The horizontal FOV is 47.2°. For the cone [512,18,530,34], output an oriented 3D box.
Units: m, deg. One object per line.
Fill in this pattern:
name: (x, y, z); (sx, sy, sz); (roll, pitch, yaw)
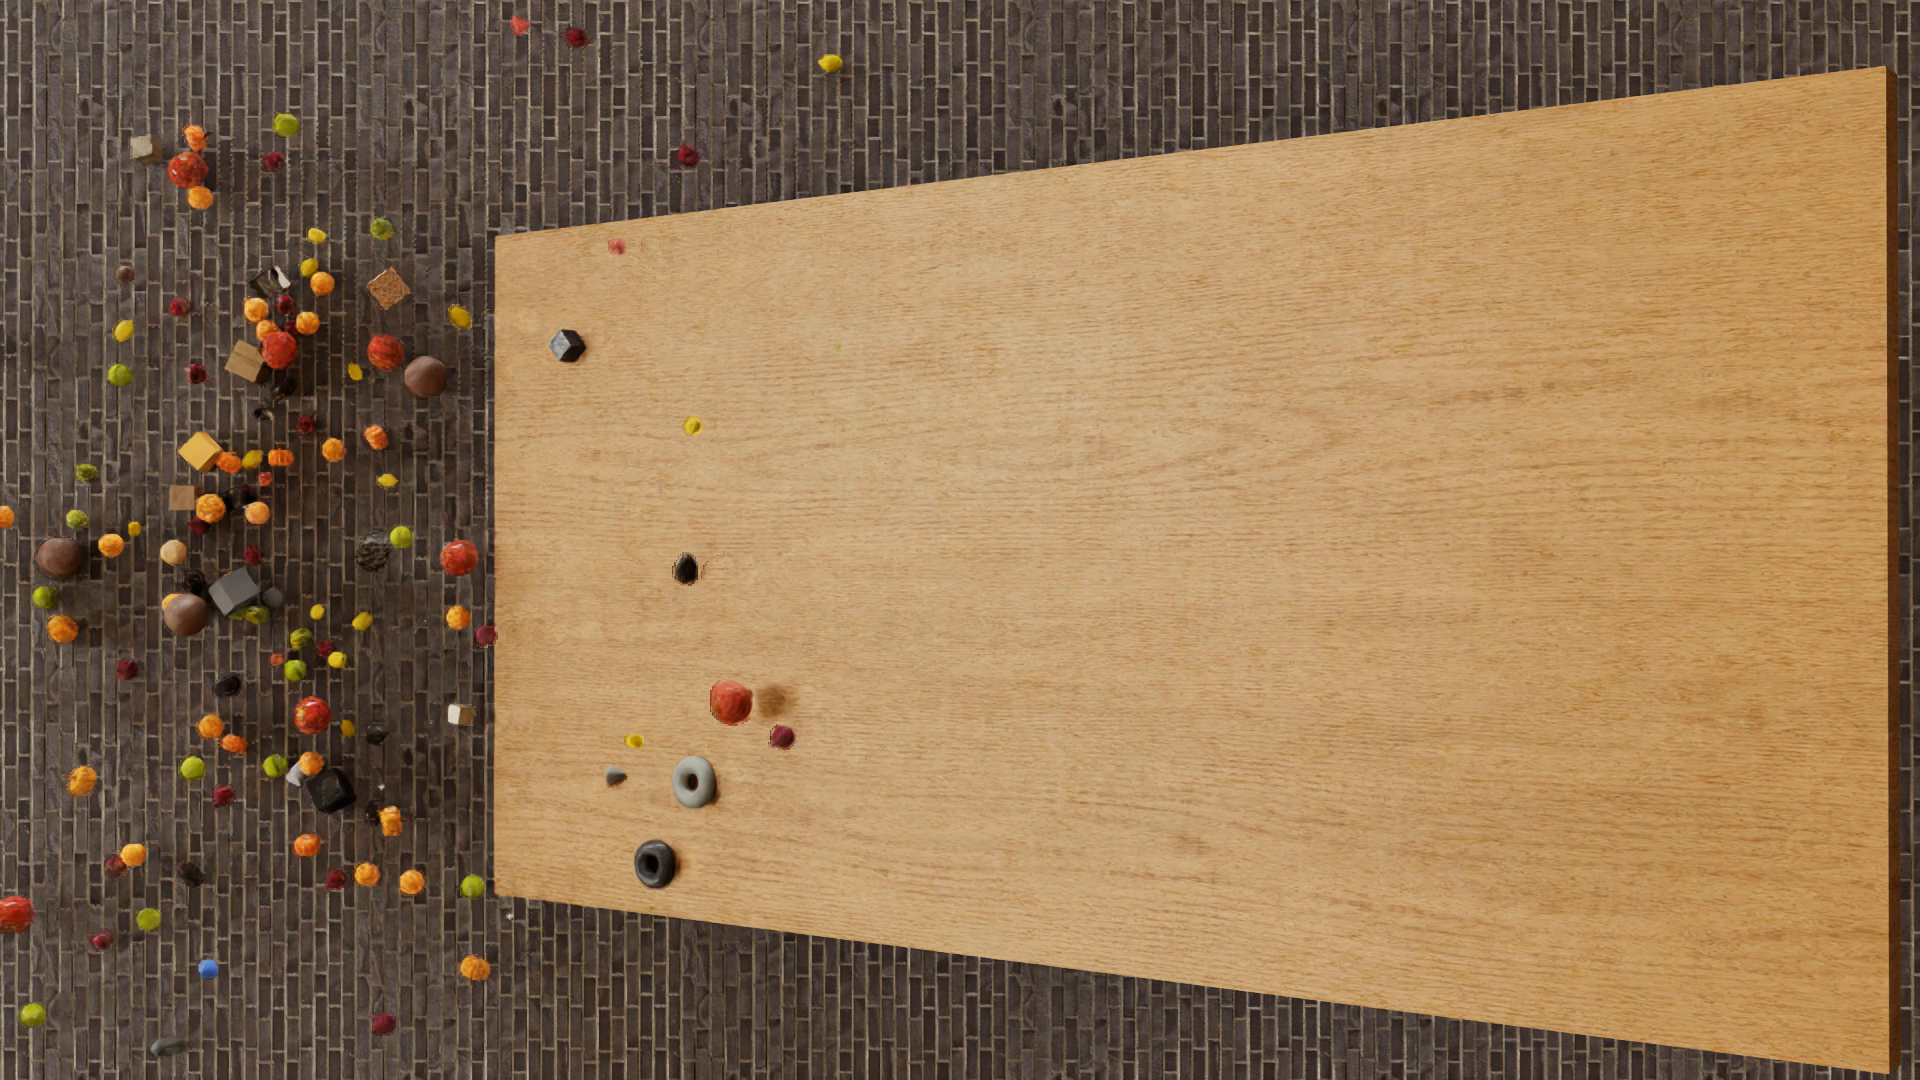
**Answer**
cone: (-1.343, -1.585, 6.765); (0.052, 0.052, 0.052); (-17, 90, -22)

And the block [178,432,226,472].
block: (-2.318, -0.270, 6.727); (0.085, 0.085, 0.085); (45, 90, 0)

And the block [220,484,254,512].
block: (-2.209, -0.127, 6.727); (0.061, 0.061, 0.061); (-21, 91, 27)

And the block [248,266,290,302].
block: (-2.108, -0.783, 6.715); (0.072, 0.072, 0.072); (-23, 110, 24)

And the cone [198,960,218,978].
cone: (-2.311, 1.317, 6.728); (0.060, 0.060, 0.060); (0, 90, 0)

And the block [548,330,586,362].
block: (-1.154, -0.570, 6.464); (0.066, 0.066, 0.066); (-48, 64, 25)

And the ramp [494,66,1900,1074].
ramp: (0.241, 0.067, 5.564); (4.000, 0.100, 2.000); (0, 89, 36)

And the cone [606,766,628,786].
cone: (-0.986, 0.683, 6.358); (0.059, 0.059, 0.059); (-3, 90, 9)

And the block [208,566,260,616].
block: (-2.187, 0.155, 6.626); (0.094, 0.094, 0.094); (-35, 91, -42)

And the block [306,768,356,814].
block: (-1.916, 0.766, 6.703); (0.094, 0.094, 0.094); (-29, 73, 0)

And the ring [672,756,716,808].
ring: (-0.747, 0.680, 6.174); (0.147, 0.049, 0.147); (-1, 88, 36)

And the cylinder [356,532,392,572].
cylinder: (-1.749, 0.037, 6.557); (0.092, 0.092, 0.092); (-2, 110, -6)

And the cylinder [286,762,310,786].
cylinder: (-2.026, 0.716, 6.728); (0.050, 0.050, 0.050); (27, 56, 0)

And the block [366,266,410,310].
block: (-1.732, -0.763, 6.666); (0.092, 0.092, 0.092); (-37, 106, -4)

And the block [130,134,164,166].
block: (-2.486, -1.193, 6.725); (0.065, 0.065, 0.065); (-13, 77, 8)

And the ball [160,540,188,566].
ball: (-2.394, 0.039, 6.696); (0.077, 0.077, 0.077); (0, 90, 0)

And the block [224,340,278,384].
block: (-2.167, -0.543, 6.722); (0.099, 0.099, 0.099); (26, 90, 0)

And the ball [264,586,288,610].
ball: (-2.096, 0.178, 6.731); (0.070, 0.070, 0.070); (0, 90, 0)

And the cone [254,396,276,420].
cone: (-2.134, -0.415, 6.756); (0.067, 0.067, 0.067); (-6, 63, 0)

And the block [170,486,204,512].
block: (-2.368, -0.128, 6.731); (0.075, 0.075, 0.075); (2, 90, 0)

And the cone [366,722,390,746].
cone: (-1.761, 0.589, 6.710); (0.072, 0.072, 0.072); (-12, 89, 32)

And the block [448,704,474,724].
block: (-1.527, 0.534, 6.727); (0.052, 0.052, 0.052); (9, 89, 41)

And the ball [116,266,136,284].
ball: (-2.560, -0.815, 6.747); (0.055, 0.055, 0.055); (0, 90, 0)

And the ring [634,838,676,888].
ring: (-0.869, 0.921, 6.260); (0.143, 0.048, 0.143); (1, 92, 36)
